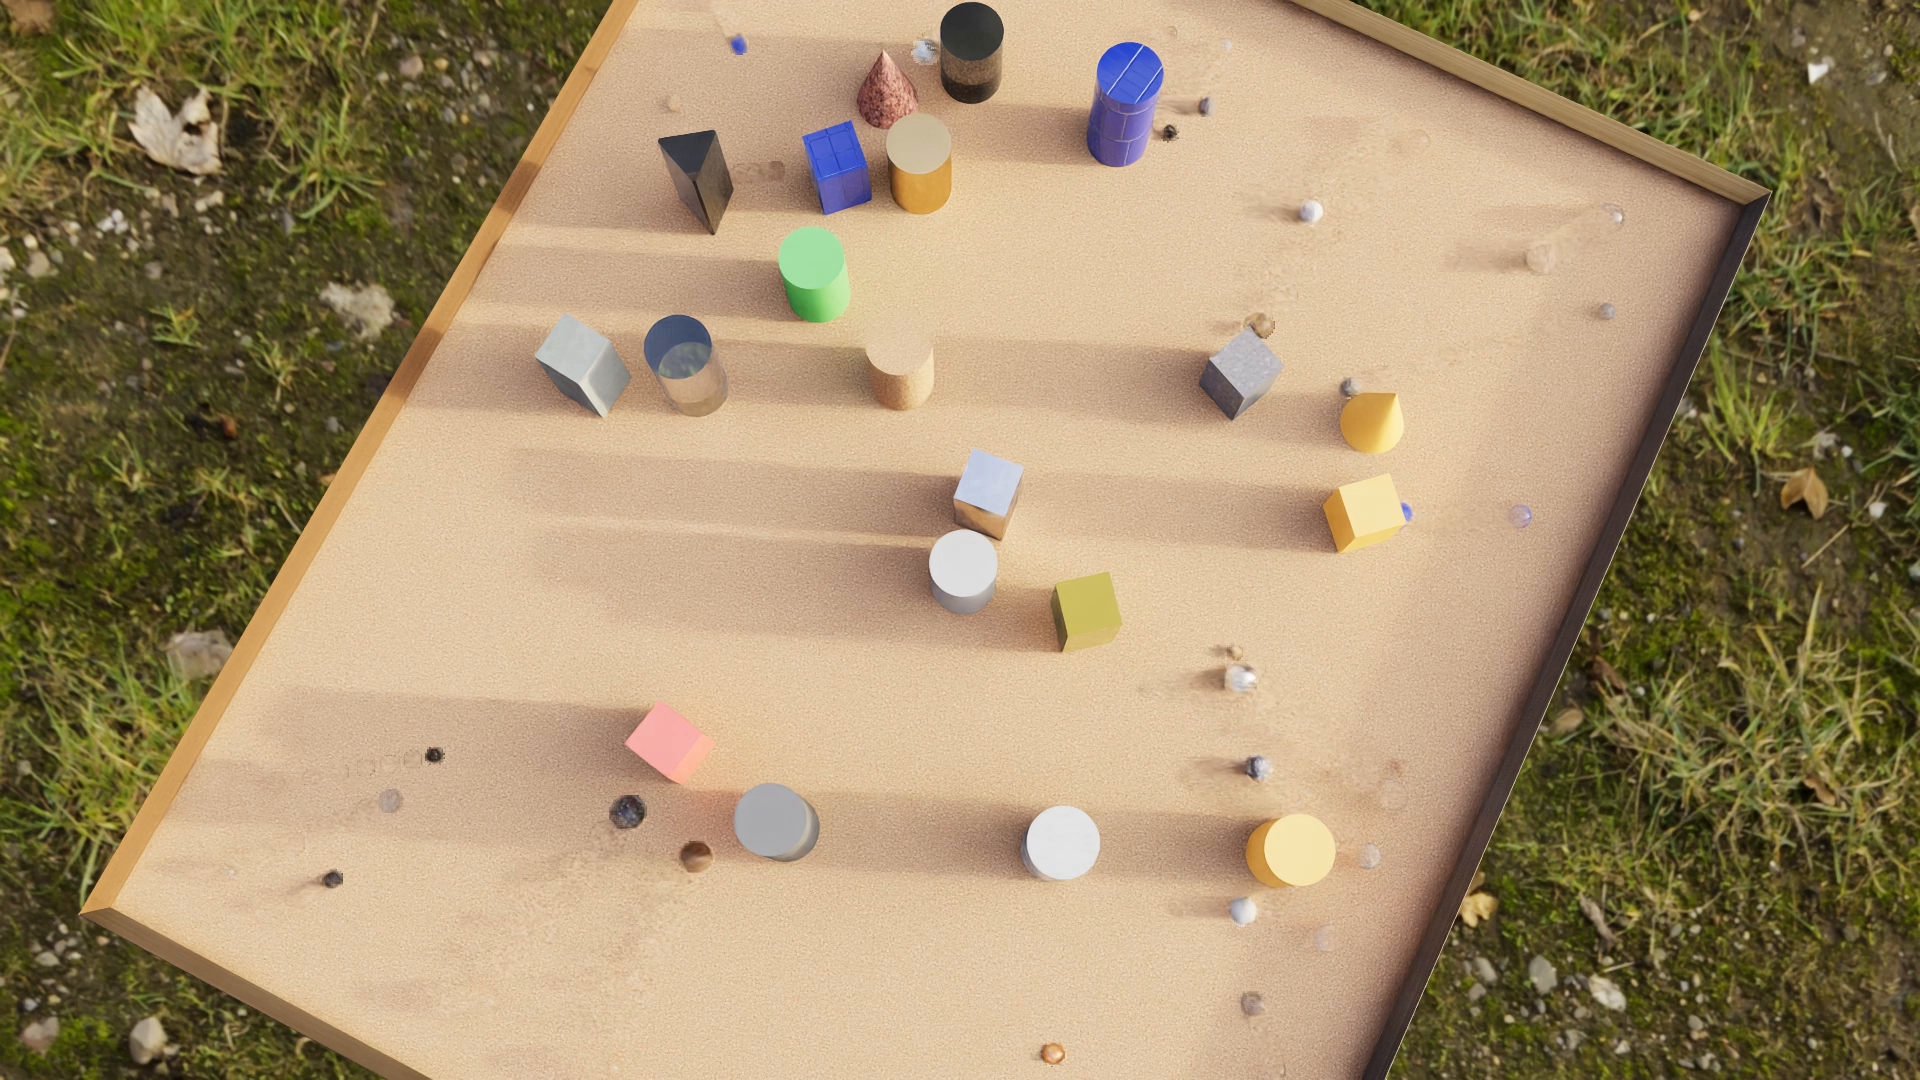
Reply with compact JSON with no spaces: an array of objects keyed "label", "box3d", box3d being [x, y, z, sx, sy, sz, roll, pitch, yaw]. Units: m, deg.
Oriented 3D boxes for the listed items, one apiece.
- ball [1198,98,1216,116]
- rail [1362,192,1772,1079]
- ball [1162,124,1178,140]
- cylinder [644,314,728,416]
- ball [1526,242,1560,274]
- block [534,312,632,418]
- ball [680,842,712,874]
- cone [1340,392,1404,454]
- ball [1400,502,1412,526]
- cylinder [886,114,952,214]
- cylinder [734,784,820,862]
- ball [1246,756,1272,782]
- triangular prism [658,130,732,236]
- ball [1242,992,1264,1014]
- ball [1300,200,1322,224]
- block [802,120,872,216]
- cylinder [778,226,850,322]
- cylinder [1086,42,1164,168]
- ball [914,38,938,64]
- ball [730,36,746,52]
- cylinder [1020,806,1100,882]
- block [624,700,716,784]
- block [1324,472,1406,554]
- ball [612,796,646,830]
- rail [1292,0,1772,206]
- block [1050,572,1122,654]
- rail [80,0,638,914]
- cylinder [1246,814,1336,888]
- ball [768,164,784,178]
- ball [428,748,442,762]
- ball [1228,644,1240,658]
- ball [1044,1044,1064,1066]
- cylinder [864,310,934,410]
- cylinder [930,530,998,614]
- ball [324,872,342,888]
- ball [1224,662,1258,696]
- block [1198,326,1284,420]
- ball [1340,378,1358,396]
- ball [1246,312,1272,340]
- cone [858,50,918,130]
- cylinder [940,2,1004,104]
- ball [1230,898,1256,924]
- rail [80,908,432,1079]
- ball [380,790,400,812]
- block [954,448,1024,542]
[{"label":"ball","box3d":[0.793,-1.391,5.876,0.056,0.056,0.056,0,78,0]},{"label":"rail","box3d":[1.564,0.772,5.390,0.045,0.128,4.240,26,80,5]},{"label":"ball","box3d":[0.671,-1.304,5.862,0.047,0.047,0.047,0,78,0]},{"label":"cylinder","box3d":[-0.819,-0.520,5.517,0.198,0.406,0.198,0,78,0]},{"label":"ball","box3d":[1.829,-0.884,5.749,0.099,0.099,0.099,0,78,0]},{"label":"block","box3d":[-1.133,-0.522,5.532,0.158,0.377,0.158,31,80,6]},{"label":"ball","box3d":[-0.773,0.932,5.377,0.091,0.091,0.091,0,78,0]},{"label":"cone","box3d":[1.279,-0.396,5.529,0.198,0.332,0.198,0,78,0]},{"label":"ball","box3d":[1.332,-0.079,5.553,0.075,0.075,0.075,0,78,0]},{"label":"cylinder","box3d":[-0.125,-1.164,5.692,0.198,0.324,0.198,0,78,0]},{"label":"cylinder","box3d":[-0.515,0.806,5.201,0.198,0.487,0.198,0,78,0]},{"label":"ball","box3d":[0.888,0.678,5.437,0.078,0.078,0.078,0,78,0]},{"label":"triangular prism","box3d":[-0.781,-1.121,5.626,0.148,0.436,0.171,-40,81,-8]},{"label":"ball","box3d":[0.849,1.342,5.308,0.060,0.060,0.060,0,78,0]},{"label":"ball","box3d":[1.110,-1.037,5.794,0.074,0.074,0.074,0,78,0]},{"label":"block","box3d":[-0.382,-1.158,5.718,0.158,0.271,0.158,-19,79,-4]},{"label":"cylinder","box3d":[-0.444,-0.810,5.623,0.198,0.317,0.198,0,78,0]},{"label":"cylinder","box3d":[0.504,-1.336,5.654,0.198,0.468,0.198,0,78,0]},{"label":"ball","box3d":[-0.110,-1.576,5.900,0.079,0.079,0.079,0,78,0]},{"label":"ball","box3d":[-0.716,-1.604,5.923,0.051,0.051,0.051,0,78,0]},{"label":"cylinder","box3d":[0.279,0.867,5.192,0.198,0.481,0.198,0,78,0]},{"label":"block","box3d":[-0.841,0.593,5.345,0.158,0.291,0.158,37,81,7]},{"label":"block","box3d":[1.214,-0.078,5.509,0.158,0.243,0.158,-16,79,-3]},{"label":"ball","box3d":[-0.978,0.804,5.400,0.099,0.099,0.099,0,78,0]},{"label":"rail","box3d":[0.938,-1.829,5.929,3.544,0.128,0.045,26,80,5]},{"label":"block","box3d":[0.368,0.217,5.397,0.158,0.343,0.158,-12,79,-3]},{"label":"rail","box3d":[-1.564,-0.759,5.707,0.045,0.128,4.240,26,80,5]},{"label":"cylinder","box3d":[0.944,0.894,5.257,0.198,0.341,0.198,0,78,0]},{"label":"ball","box3d":[-0.586,-1.175,5.835,0.049,0.049,0.049,0,78,0]},{"label":"ball","box3d":[-1.566,0.643,5.462,0.041,0.041,0.041,0,78,0]},{"label":"ball","box3d":[0.827,0.336,5.526,0.041,0.041,0.041,0,78,0]},{"label":"ball","box3d":[0.270,1.481,5.279,0.061,0.061,0.061,0,78,0]},{"label":"cylinder","box3d":[-0.179,-0.537,5.532,0.198,0.383,0.198,0,78,0]},{"label":"cylinder","box3d":[0.010,0.098,5.439,0.198,0.308,0.198,0,78,0]},{"label":"ball","box3d":[-1.844,0.999,5.384,0.050,0.050,0.050,0,78,0]},{"label":"ball","box3d":[0.841,0.416,5.481,0.098,0.098,0.098,0,78,0]},{"label":"block","box3d":[0.854,-0.503,5.587,0.158,0.261,0.158,-39,81,-7]},{"label":"ball","box3d":[1.209,-0.473,5.687,0.054,0.054,0.054,0,78,0]},{"label":"ball","box3d":[0.932,-0.666,5.712,0.084,0.084,0.084,0,78,0]},{"label":"cone","box3d":[-0.233,-1.452,5.735,0.198,0.357,0.198,0,78,0]},{"label":"cylinder","box3d":[0.037,-1.533,5.779,0.198,0.303,0.198,0,78,0]},{"label":"ball","box3d":[0.827,1.083,5.353,0.077,0.077,0.077,0,78,0]},{"label":"rail","box3d":[-0.938,1.843,5.168,3.544,0.128,0.045,26,80,5]},{"label":"ball","box3d":[-1.687,0.773,5.426,0.060,0.060,0.060,0,78,0]},{"label":"block","box3d":[0.084,-0.131,5.463,0.158,0.354,0.158,21,79,4]}]
